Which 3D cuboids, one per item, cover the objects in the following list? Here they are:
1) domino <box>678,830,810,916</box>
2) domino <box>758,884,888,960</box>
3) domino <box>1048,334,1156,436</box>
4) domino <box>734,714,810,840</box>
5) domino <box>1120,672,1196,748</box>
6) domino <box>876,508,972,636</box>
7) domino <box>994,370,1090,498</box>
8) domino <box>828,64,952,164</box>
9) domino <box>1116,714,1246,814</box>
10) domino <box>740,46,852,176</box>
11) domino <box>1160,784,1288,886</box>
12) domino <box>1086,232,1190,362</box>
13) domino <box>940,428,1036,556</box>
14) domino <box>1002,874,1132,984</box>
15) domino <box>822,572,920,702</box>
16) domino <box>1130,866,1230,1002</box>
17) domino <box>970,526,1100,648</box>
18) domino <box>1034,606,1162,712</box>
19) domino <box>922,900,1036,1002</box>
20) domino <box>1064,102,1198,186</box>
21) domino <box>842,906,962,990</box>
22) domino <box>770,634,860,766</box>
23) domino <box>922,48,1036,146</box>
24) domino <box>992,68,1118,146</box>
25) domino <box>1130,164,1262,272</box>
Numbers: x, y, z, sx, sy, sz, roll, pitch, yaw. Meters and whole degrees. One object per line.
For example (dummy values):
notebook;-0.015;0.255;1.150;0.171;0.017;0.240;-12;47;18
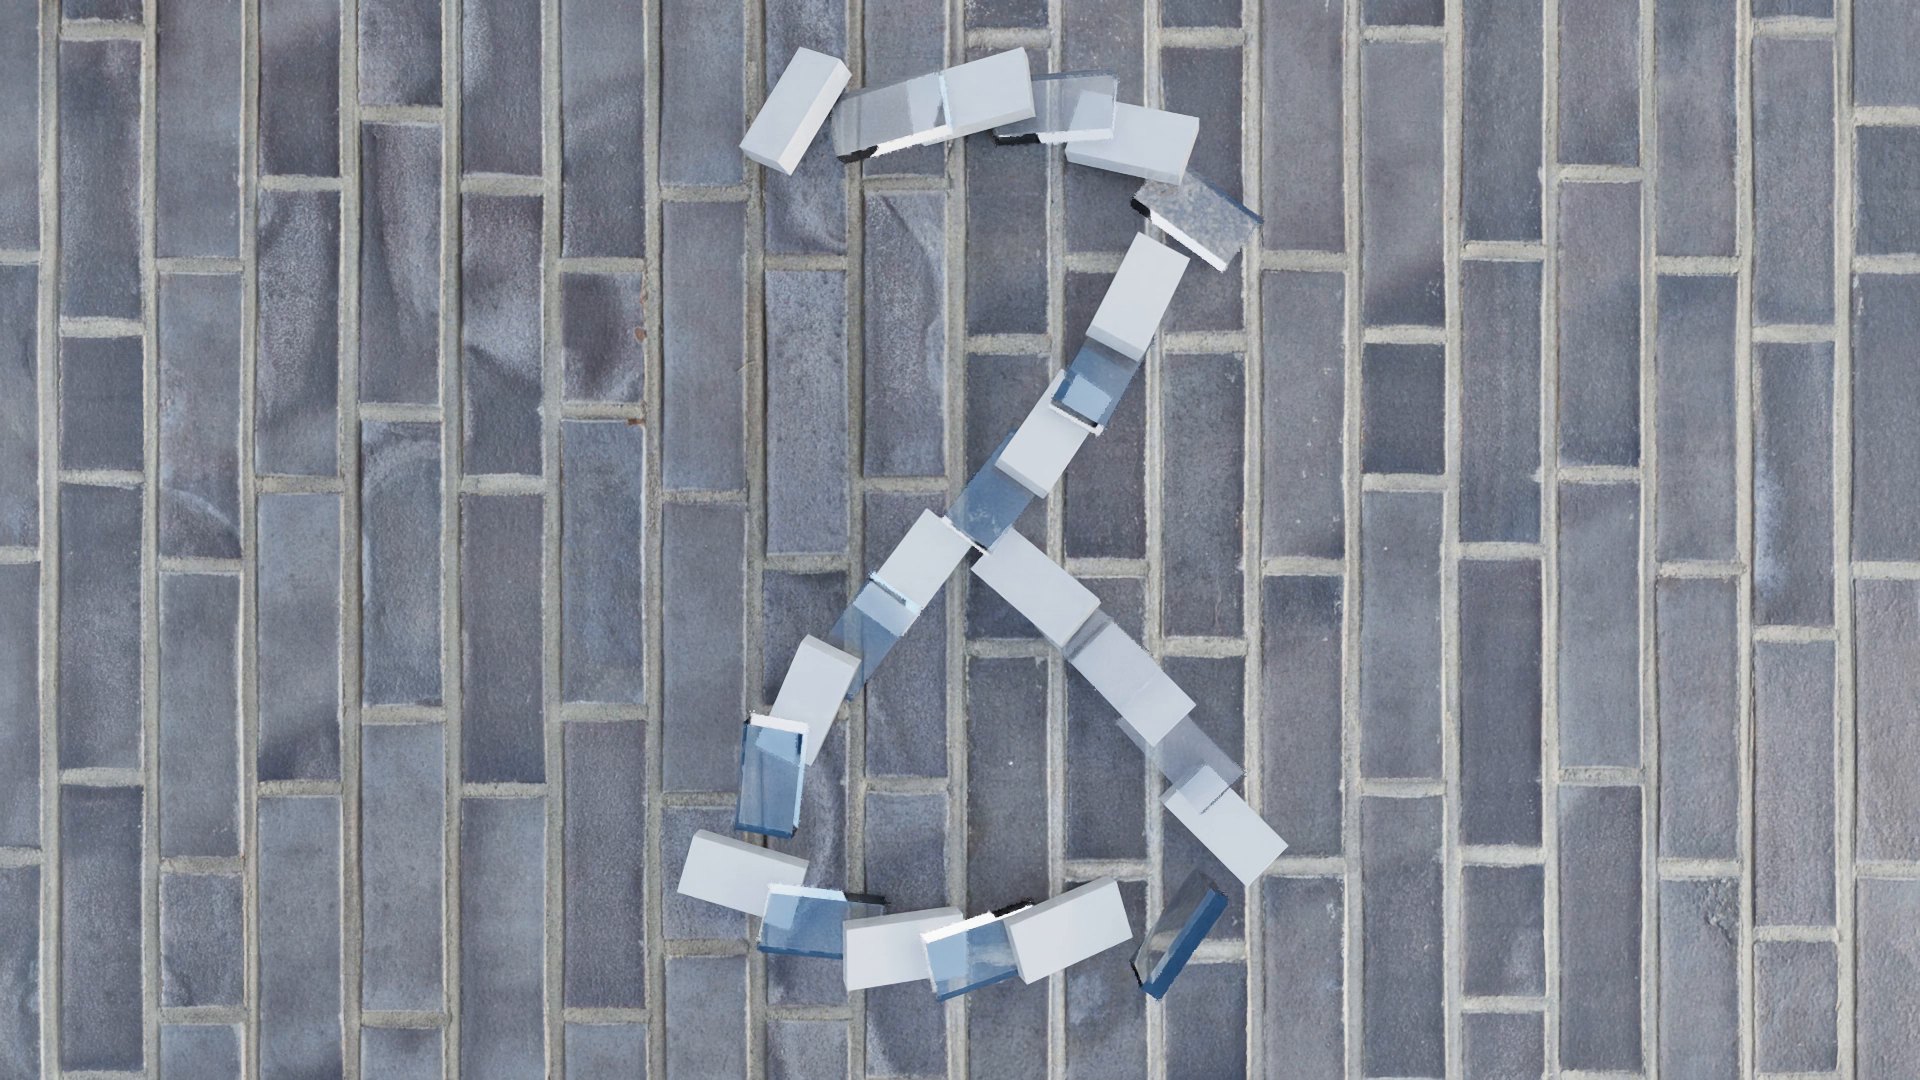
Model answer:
domino;-0.093;0.145;0.395;0.050;0.010;0.025;16;90;0
domino;-0.058;0.163;0.389;0.050;0.009;0.025;12;90;-15
domino;0.060;-0.072;0.388;0.025;0.009;0.050;30;73;0
domino;-0.080;0.100;0.388;0.025;0.010;0.050;9;105;4
domino;0.072;0.060;0.388;0.025;0.010;0.050;-44;74;0
domino;-0.019;0.014;0.395;0.025;0.009;0.050;37;90;0
domino;0.039;-0.045;0.388;0.025;0.010;0.050;35;73;0
domino;-0.030;-0.180;0.389;0.050;0.010;0.025;-9;90;16
domino;0.093;0.088;0.389;0.025;0.010;0.050;-43;75;0
domino;-0.070;-0.183;0.390;0.025;0.010;0.050;31;90;28
domino;0.113;0.121;0.395;0.050;0.010;0.025;45;90;0
domino;0.075;-0.103;0.388;0.025;0.010;0.050;28;74;0
domino;0.017;-0.021;0.388;0.025;0.009;0.050;38;74;1
domino;0.046;0.165;0.389;0.050;0.010;0.025;-16;90;-16
domino;-0.042;0.041;0.389;0.025;0.009;0.050;36;106;0
domino;0.092;0.166;0.388;0.009;0.025;0.050;35;90;0
domino;0.032;0.019;0.387;0.050;0.009;0.025;40;88;19
domino;0.058;0.045;0.385;0.025;0.009;0.050;-45;71;0
domino;0.011;0.174;0.388;0.050;0.010;0.025;-11;90;-17
domino;0.073;-0.170;0.389;0.050;0.010;0.025;19;90;15
domino;-0.024;0.172;0.388;0.050;0.009;0.025;-1;90;-17
domino;-0.064;0.068;0.388;0.025;0.009;0.050;26;106;2
domino;0.005;-0.187;0.388;0.050;0.009;0.025;-8;90;17
domino;0.040;-0.183;0.388;0.050;0.010;0.025;4;90;17
domino;0.101;-0.142;0.395;0.050;0.010;0.025;36;90;0
